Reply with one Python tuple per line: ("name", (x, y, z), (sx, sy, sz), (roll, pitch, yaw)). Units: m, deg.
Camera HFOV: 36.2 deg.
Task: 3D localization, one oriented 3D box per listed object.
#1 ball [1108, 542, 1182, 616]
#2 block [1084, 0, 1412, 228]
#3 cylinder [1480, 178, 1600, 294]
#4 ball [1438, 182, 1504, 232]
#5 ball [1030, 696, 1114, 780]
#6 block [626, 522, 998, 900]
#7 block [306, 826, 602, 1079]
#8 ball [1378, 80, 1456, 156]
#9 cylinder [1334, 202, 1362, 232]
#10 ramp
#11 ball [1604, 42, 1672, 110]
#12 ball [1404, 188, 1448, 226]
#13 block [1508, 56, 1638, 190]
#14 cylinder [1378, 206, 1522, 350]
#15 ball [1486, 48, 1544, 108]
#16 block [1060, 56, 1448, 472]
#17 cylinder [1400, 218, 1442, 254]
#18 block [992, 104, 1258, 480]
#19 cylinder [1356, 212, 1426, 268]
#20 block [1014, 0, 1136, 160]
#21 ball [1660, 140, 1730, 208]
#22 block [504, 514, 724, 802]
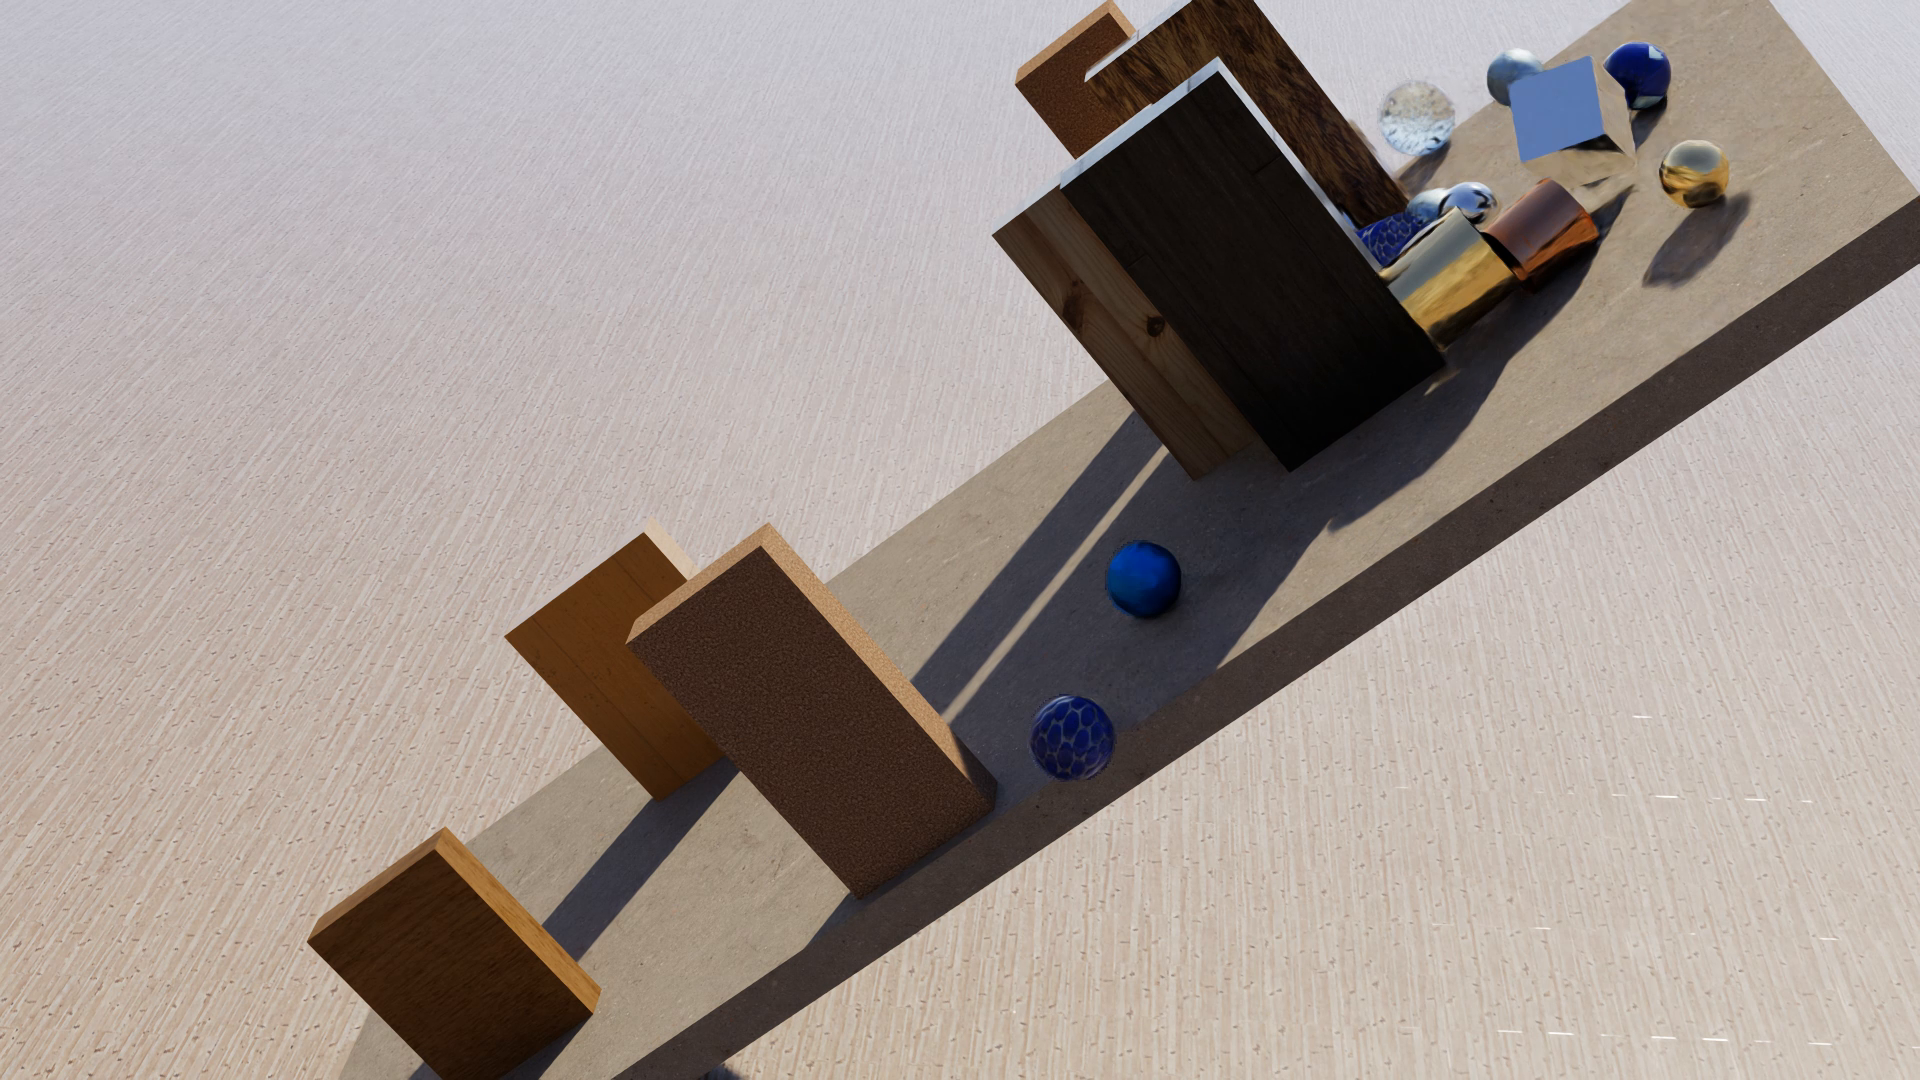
("ball", (0.354, 0.075, 5.637), (0.144, 0.144, 0.144), (0, 24, 0))
("block", (0.648, -0.858, 6.430), (0.392, 0.711, 0.108), (-36, 16, 18))
("cylinder", (1.109, -0.582, 5.630), (0.158, 0.158, 0.158), (-41, 30, -1))
("ball", (1.034, -0.660, 5.960), (0.132, 0.132, 0.132), (0, 24, 0))
("ball", (0.199, 0.353, 5.244), (0.151, 0.151, 0.151), (0, 24, 0))
("block", (-0.269, 0.323, 5.443), (0.327, 0.669, 0.107), (-36, 16, 18))
("block", (-1.044, 0.880, 6.081), (0.365, 0.483, 0.095), (-36, 16, 18))
("ball", (1.056, -0.974, 6.795), (0.175, 0.175, 0.175), (0, 24, 0))
("cylinder", (0.800, -0.601, 6.357), (0.186, 0.186, 0.186), (-37, 20, 13))
("ramp", (0.122, 0.184, 6.337), (4.000, 0.100, 2.000), (-36, 16, 18))
("ball", (1.386, -0.950, 6.022), (0.140, 0.140, 0.140), (0, 24, 0))
("ball", (0.991, -0.650, 6.097), (0.155, 0.155, 0.155), (0, 24, 0))
("block", (1.202, -0.812, 5.766), (0.174, 0.174, 0.174), (-17, -24, 29))
("cylinder", (0.927, -0.495, 5.567), (0.193, 0.193, 0.193), (-40, 21, 12))
("ball", (1.110, -0.921, 5.871), (0.117, 0.117, 0.117), (0, 24, 0))
("block", (0.568, -0.524, 5.674), (0.375, 0.730, 0.108), (-36, 16, 18))
("cylinder", (0.975, -0.552, 5.900), (0.138, 0.138, 0.138), (-37, 16, 13))
("block", (0.436, -0.500, 6.017), (0.406, 0.677, 0.092), (-36, 16, 18))
("cylinder", (0.855, -0.540, 6.026), (0.204, 0.204, 0.204), (-22, 0, -41))
("block", (0.469, -0.860, 6.787), (0.271, 0.749, 0.141), (-36, 16, 18))
("ball", (1.345, -0.670, 5.382), (0.126, 0.126, 0.126), (0, 24, 0))
("block", (-0.709, 0.280, 6.825), (0.435, 0.541, 0.097), (-36, 16, 18))
